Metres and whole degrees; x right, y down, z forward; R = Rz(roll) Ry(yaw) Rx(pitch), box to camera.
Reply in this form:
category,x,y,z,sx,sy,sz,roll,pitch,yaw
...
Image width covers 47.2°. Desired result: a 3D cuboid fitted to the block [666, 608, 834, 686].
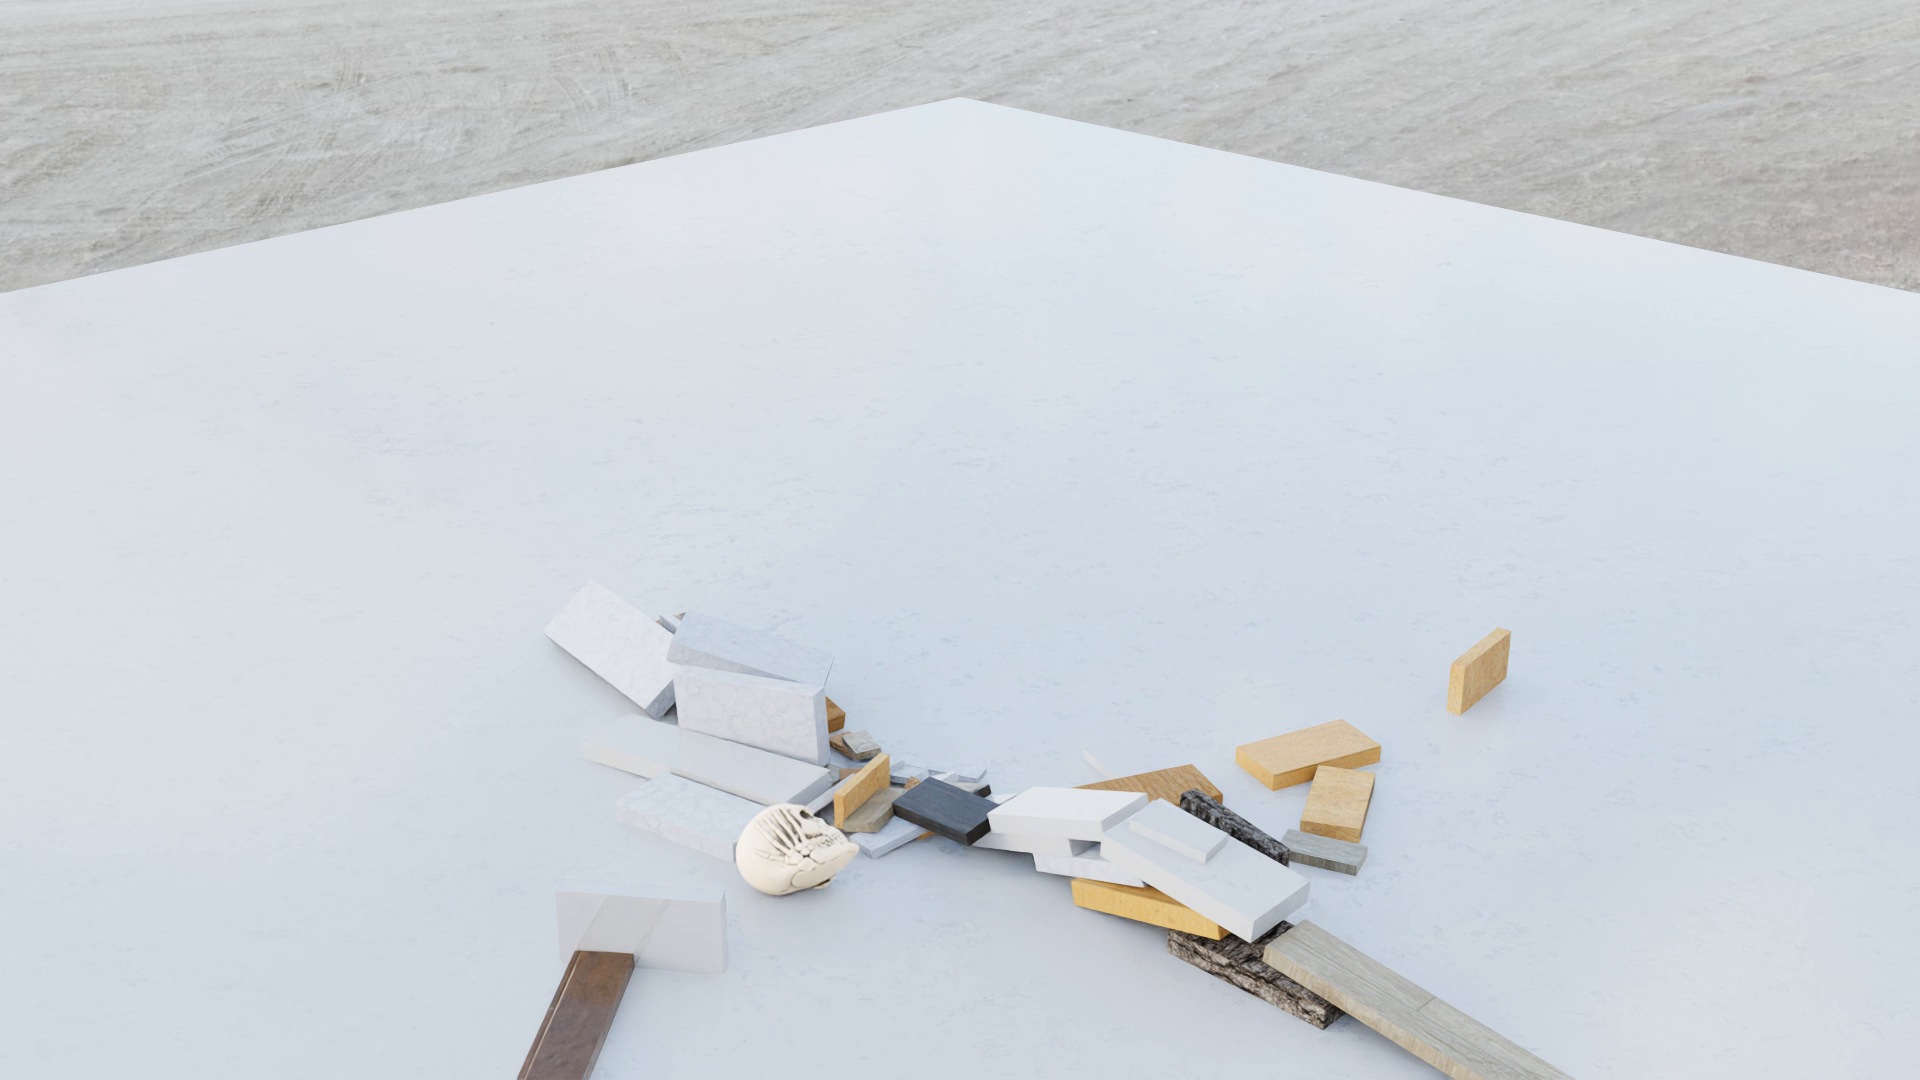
category,x,y,z,sx,sy,sz,roll,pitch,yaw
block,-0.457,0.258,4.822,0.342,0.048,0.171,17,24,-1

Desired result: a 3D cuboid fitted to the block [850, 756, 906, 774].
category,x,y,z,sx,sy,sz,roll,pitch,yaw
block,-0.173,0.469,4.604,0.110,0.016,0.055,4,20,44

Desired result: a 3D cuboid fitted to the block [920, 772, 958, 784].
category,x,y,z,sx,sy,sz,roll,pitch,yaw
block,-0.059,0.498,4.510,0.106,0.015,0.053,-15,6,45

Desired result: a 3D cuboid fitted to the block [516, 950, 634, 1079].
category,x,y,z,sx,sy,sz,roll,pitch,yaw
block,-0.656,0.826,3.775,0.108,0.030,0.378,2,23,5

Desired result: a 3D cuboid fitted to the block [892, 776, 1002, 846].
category,x,y,z,sx,sy,sz,roll,pitch,yaw
block,-0.022,0.534,4.333,0.108,0.030,0.215,-31,32,-34

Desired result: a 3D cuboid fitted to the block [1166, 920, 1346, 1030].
category,x,y,z,sx,sy,sz,roll,pitch,yaw
block,0.559,0.749,3.933,0.343,0.049,0.171,21,30,40

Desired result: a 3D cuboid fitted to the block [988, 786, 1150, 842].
category,x,y,z,sx,sy,sz,roll,pitch,yaw
block,0.207,0.522,4.200,0.286,0.041,0.143,-3,15,44

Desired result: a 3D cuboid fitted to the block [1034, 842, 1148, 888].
category,x,y,z,sx,sy,sz,roll,pitch,yaw
block,0.289,0.595,4.160,0.143,0.041,0.286,-21,13,-39

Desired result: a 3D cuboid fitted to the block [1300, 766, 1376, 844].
category,x,y,z,sx,sy,sz,roll,pitch,yaw
block,0.767,0.534,4.459,0.118,0.034,0.237,7,24,16

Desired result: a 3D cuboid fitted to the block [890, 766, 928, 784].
category,x,y,z,sx,sy,sz,roll,pitch,yaw
block,-0.121,0.486,4.567,0.106,0.015,0.053,4,20,44

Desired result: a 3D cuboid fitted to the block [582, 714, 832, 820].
category,x,y,z,sx,sy,sz,roll,pitch,yaw
block,-0.530,0.467,4.580,0.539,0.043,0.150,12,25,31

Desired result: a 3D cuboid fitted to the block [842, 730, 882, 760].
category,x,y,z,sx,sy,sz,roll,pitch,yaw
block,-0.208,0.433,4.642,0.055,0.016,0.110,-13,19,-16

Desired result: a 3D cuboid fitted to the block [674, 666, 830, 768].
category,x,y,z,sx,sy,sz,roll,pitch,yaw
block,-0.439,0.373,4.631,0.342,0.171,0.048,7,23,26

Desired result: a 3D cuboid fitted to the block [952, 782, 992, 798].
category,x,y,z,sx,sy,sz,roll,pitch,yaw
block,-0.013,0.515,4.466,0.143,0.020,0.072,-2,15,45

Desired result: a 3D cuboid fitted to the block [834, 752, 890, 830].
category,x,y,z,sx,sy,sz,roll,pitch,yaw
block,-0.197,0.505,4.437,0.021,0.075,0.192,11,25,25

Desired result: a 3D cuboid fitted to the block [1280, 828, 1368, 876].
category,x,y,z,sx,sy,sz,roll,pitch,yaw
block,0.707,0.610,4.295,0.161,0.023,0.081,10,25,23

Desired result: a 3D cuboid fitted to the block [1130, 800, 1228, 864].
category,x,y,z,sx,sy,sz,roll,pitch,yaw
block,0.398,0.531,4.004,0.161,0.023,0.081,22,33,30

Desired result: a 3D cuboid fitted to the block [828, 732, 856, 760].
category,x,y,z,sx,sy,sz,roll,pitch,yaw
block,-0.231,0.437,4.688,0.055,0.016,0.110,-18,21,-31

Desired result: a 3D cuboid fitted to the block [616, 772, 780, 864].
category,x,y,z,sx,sy,sz,roll,pitch,yaw
block,-0.525,0.552,4.404,0.301,0.043,0.150,14,27,30

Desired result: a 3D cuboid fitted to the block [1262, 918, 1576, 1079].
category,x,y,z,sx,sy,sz,roll,pitch,yaw
block,0.770,0.810,3.724,0.550,0.034,0.118,28,35,36

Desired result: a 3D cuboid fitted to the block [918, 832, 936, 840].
category,x,y,z,sx,sy,sz,roll,pitch,yaw
block,-0.089,0.568,4.406,0.047,0.013,0.098,-16,28,-33

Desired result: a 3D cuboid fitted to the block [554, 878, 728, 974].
category,x,y,z,sx,sy,sz,roll,pitch,yaw
block,-0.569,0.692,3.938,0.301,0.150,0.043,3,23,7

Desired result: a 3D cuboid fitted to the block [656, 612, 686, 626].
category,x,y,z,sx,sy,sz,roll,pitch,yaw
block,-0.613,0.248,5.020,0.143,0.041,0.286,-17,28,-34

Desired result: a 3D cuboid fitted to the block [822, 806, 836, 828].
category,x,y,z,sx,sy,sz,roll,pitch,yaw
block,-0.223,0.549,4.448,0.103,0.015,0.051,-15,27,-32

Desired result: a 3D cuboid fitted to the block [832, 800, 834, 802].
category,x,y,z,sx,sy,sz,roll,pitch,yaw
block,-0.217,0.512,4.475,0.047,0.013,0.094,-33,-3,29

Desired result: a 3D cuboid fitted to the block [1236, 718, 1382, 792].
category,x,y,z,sx,sy,sz,roll,pitch,yaw
block,0.735,0.452,4.645,0.274,0.039,0.137,-11,26,-25

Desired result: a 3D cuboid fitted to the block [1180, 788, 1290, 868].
category,x,y,z,sx,sy,sz,roll,pitch,yaw
block,0.518,0.594,4.186,0.039,0.137,0.274,-14,27,-30

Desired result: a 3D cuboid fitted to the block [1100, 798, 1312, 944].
category,x,y,z,sx,sy,sz,roll,pitch,yaw
block,0.441,0.592,3.971,0.343,0.049,0.171,26,35,36

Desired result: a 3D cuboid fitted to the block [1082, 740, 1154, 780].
category,x,y,z,sx,sy,sz,roll,pitch,yaw
block,0.334,0.472,4.619,0.081,0.023,0.161,-11,26,-25

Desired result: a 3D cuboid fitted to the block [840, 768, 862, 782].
category,x,y,z,sx,sy,sz,roll,pitch,yaw
block,-0.201,0.493,4.536,0.094,0.047,0.013,-3,4,-8

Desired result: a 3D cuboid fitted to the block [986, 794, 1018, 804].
category,x,y,z,sx,sy,sz,roll,pitch,yaw
block,0.045,0.534,4.405,0.072,0.020,0.143,-22,8,-42

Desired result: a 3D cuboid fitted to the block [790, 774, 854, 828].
category,x,y,z,sx,sy,sz,roll,pitch,yaw
block,-0.274,0.525,4.436,0.021,0.075,0.149,53,40,5

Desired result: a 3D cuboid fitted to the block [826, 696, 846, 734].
category,x,y,z,sx,sy,sz,roll,pitch,yaw
block,-0.396,0.342,4.825,0.143,0.041,0.286,-19,42,-37

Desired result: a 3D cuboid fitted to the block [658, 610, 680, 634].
category,x,y,z,sx,sy,sz,roll,pitch,yaw
block,-0.636,0.210,4.971,0.019,0.066,0.131,-30,34,-24

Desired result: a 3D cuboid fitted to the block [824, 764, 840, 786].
category,x,y,z,sx,sy,sz,roll,pitch,yaw
block,-0.298,0.486,4.593,0.131,0.019,0.066,16,28,32

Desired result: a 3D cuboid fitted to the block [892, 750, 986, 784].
category,x,y,z,sx,sy,sz,roll,pitch,yaw
block,-0.048,0.477,4.617,0.204,0.015,0.051,9,25,20

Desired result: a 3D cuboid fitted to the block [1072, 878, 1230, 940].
category,x,y,z,sx,sy,sz,roll,pitch,yaw
block,0.393,0.651,4.073,0.343,0.049,0.171,5,20,44

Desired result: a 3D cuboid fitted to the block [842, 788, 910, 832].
category,x,y,z,sx,sy,sz,roll,pitch,yaw
block,-0.165,0.541,4.400,0.075,0.021,0.149,-3,19,30

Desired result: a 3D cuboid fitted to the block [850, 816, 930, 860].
category,x,y,z,sx,sy,sz,roll,pitch,yaw
block,-0.137,0.580,4.348,0.143,0.020,0.072,-23,31,-31

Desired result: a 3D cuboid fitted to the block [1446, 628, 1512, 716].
category,x,y,z,sx,sy,sz,roll,pitch,yaw
block,1.162,0.293,4.920,0.034,0.118,0.237,17,28,34

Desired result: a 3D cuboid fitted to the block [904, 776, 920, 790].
category,x,y,z,sx,sy,sz,roll,pitch,yaw
block,-0.079,0.524,4.461,0.015,0.053,0.106,35,-4,-41

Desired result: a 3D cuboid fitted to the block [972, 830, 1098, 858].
category,x,y,z,sx,sy,sz,roll,pitch,yaw
block,0.159,0.560,4.279,0.143,0.041,0.286,-22,14,-41

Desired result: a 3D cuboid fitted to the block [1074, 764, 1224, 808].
category,x,y,z,sx,sy,sz,roll,pitch,yaw
block,0.349,0.532,4.458,0.339,0.039,0.137,-9,25,-20

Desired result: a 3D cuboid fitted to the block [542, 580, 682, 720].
category,x,y,z,sx,sy,sz,roll,pitch,yaw
block,-0.767,0.244,5.007,0.171,0.048,0.492,-48,41,-13
